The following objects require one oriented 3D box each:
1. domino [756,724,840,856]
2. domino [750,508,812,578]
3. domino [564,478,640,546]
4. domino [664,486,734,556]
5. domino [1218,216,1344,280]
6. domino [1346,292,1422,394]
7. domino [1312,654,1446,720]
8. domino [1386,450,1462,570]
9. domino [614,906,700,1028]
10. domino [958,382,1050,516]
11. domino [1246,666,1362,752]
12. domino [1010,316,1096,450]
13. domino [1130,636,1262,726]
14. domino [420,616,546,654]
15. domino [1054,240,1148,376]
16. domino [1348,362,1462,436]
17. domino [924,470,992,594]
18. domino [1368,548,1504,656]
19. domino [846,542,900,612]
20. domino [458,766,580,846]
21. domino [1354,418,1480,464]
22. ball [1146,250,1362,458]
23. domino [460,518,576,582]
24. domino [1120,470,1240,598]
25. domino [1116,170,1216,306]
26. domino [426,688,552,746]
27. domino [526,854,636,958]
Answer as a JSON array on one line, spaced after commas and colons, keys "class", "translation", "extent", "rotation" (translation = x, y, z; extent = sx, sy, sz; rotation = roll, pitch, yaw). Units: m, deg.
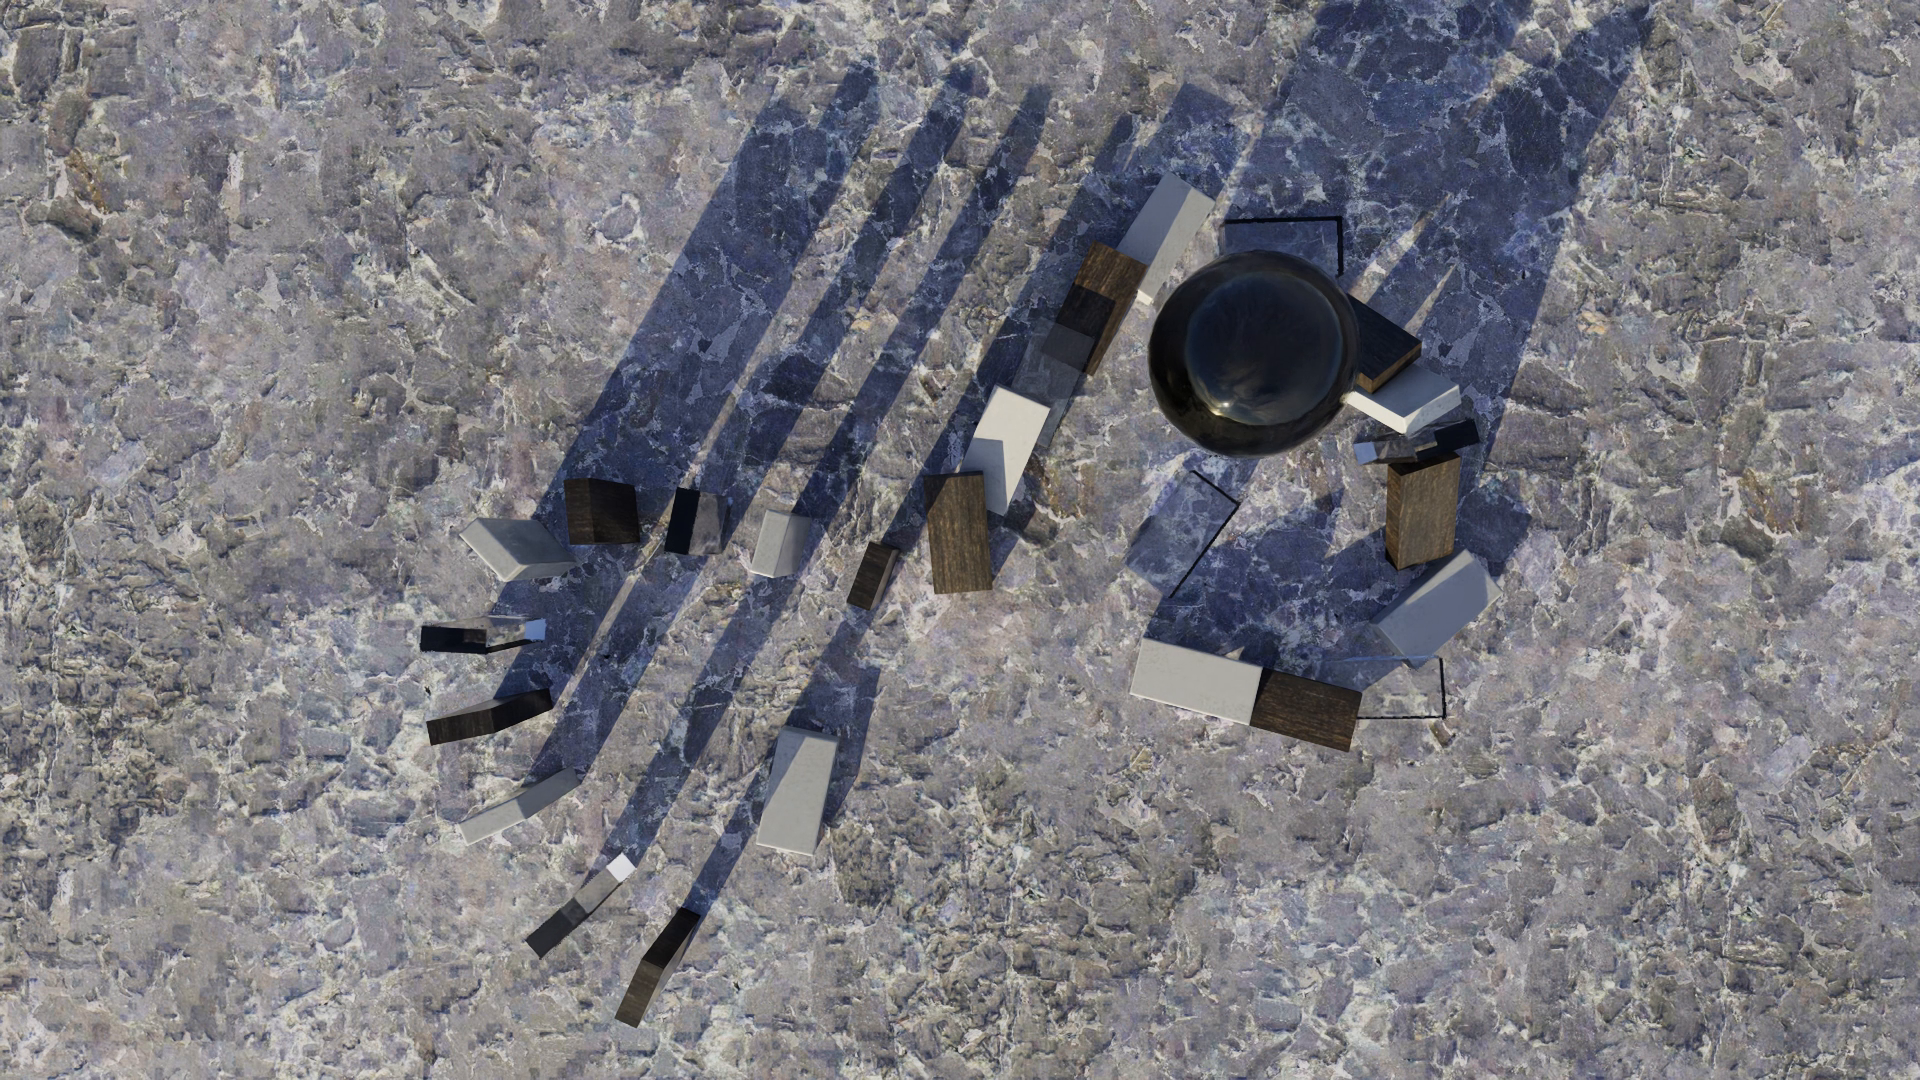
[{"class": "domino", "translation": [-0.070, 0.108, 0.395], "extent": [0.025, 0.009, 0.050], "rotation": [12, 90, 0]}, {"class": "domino", "translation": [-0.072, 0.001, 0.375], "extent": [0.009, 0.050, 0.025], "rotation": [15, 90, 0]}, {"class": "domino", "translation": [-0.146, -0.011, 0.375], "extent": [0.010, 0.050, 0.025], "rotation": [-6, 90, 0]}, {"class": "domino", "translation": [-0.106, -0.007, 0.375], "extent": [0.009, 0.050, 0.025], "rotation": [12, 90, 0]}, {"class": "domino", "translation": [0.138, -0.125, 0.395], "extent": [0.050, 0.009, 0.025], "rotation": [-2, 90, 0]}, {"class": "domino", "translation": [0.163, -0.085, 0.382], "extent": [0.025, 0.009, 0.050], "rotation": [-38, 55, 0]}, {"class": "domino", "translation": [0.177, 0.063, 0.389], "extent": [0.050, 0.010, 0.025], "rotation": [-4, 90, 15]}, {"class": "domino", "translation": [0.192, -0.012, 0.382], "extent": [0.025, 0.010, 0.050], "rotation": [-18, 126, 0]}, {"class": "domino", "translation": [-0.123, 0.173, 0.375], "extent": [0.009, 0.050, 0.025], "rotation": [25, 90, 0]}, {"class": "domino", "translation": [0.017, -0.038, 0.388], "extent": [0.025, 0.010, 0.050], "rotation": [23, 107, 0]}, {"class": "domino", "translation": [0.141, 0.070, 0.388], "extent": [0.050, 0.010, 0.025], "rotation": [13, 90, 17]}, {"class": "domino", "translation": [0.036, -0.066, 0.389], "extent": [0.025, 0.010, 0.050], "rotation": [23, 105, 0]}, {"class": "domino", "translation": [0.100, 0.059, 0.390], "extent": [0.050, 0.010, 0.025], "rotation": [13, 90, 14]}, {"class": "domino", "translation": [-0.194, 0.038, 0.375], "extent": [0.025, 0.050, 0.010], "rotation": [3, 90, 0]}, {"class": "domino", "translation": [0.057, -0.098, 0.390], "extent": [0.025, 0.010, 0.050], "rotation": [26, 104, 0]}, {"class": "domino", "translation": [0.176, -0.063, 0.377], "extent": [0.025, 0.050, 0.010], "rotation": [-31, 125, 0]}, {"class": "domino", "translation": [-0.001, -0.003, 0.389], "extent": [0.025, 0.010, 0.050], "rotation": [-5, 105, 1]}, {"class": "domino", "translation": [0.205, 0.029, 0.395], "extent": [0.050, 0.009, 0.025], "rotation": [-41, 90, 0]}, {"class": "domino", "translation": [-0.035, 0.014, 0.375], "extent": [0.010, 0.050, 0.025], "rotation": [21, 90, 0]}, {"class": "domino", "translation": [-0.179, 0.108, 0.375], "extent": [0.025, 0.050, 0.010], "rotation": [-24, 90, 0]}, {"class": "domino", "translation": [0.185, -0.040, 0.375], "extent": [0.025, 0.050, 0.010], "rotation": [-18, 94, 0]}, {"class": "ball", "translation": [0.114, -0.072, 0.360], "extent": [0.080, 0.080, 0.080], "rotation": [0, 90, 0]}, {"class": "domino", "translation": [-0.179, 0.004, 0.375], "extent": [0.010, 0.050, 0.025], "rotation": [-44, 90, 0]}, {"class": "domino", "translation": [0.095, -0.003, 0.395], "extent": [0.025, 0.010, 0.050], "rotation": [37, 90, 0]}, {"class": "domino", "translation": [0.085, -0.130, 0.395], "extent": [0.025, 0.009, 0.050], "rotation": [33, 90, 0]}, {"class": "domino", "translation": [-0.191, 0.072, 0.375], "extent": [0.025, 0.050, 0.010], "rotation": [-11, 90, 0]}, {"class": "domino", "translation": [-0.154, 0.148, 0.375], "extent": [0.025, 0.050, 0.009], "rotation": [-41, 90, 0]}]
